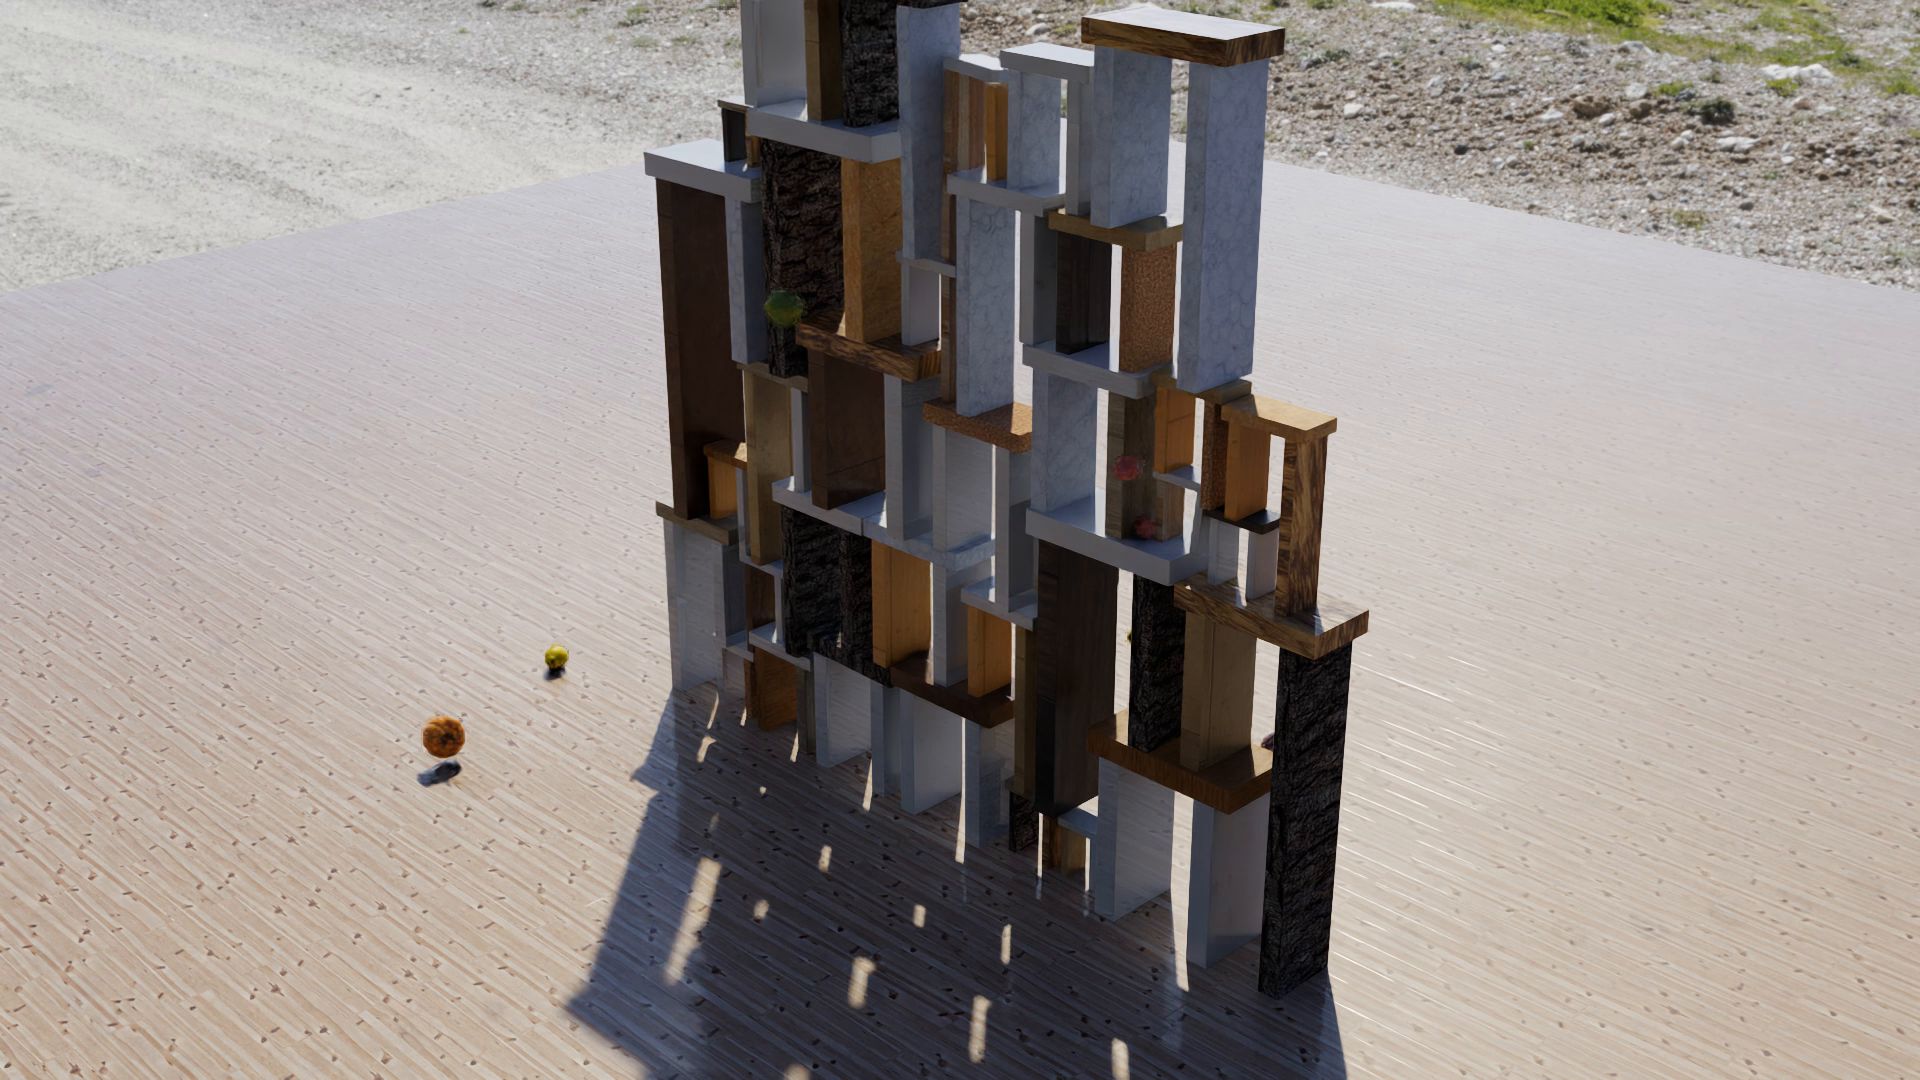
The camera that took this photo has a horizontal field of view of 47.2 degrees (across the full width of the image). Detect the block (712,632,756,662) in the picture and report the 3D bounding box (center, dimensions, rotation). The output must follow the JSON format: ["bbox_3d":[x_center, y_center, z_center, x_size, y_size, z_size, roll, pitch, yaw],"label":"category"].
[{"bbox_3d":[-0.472,0.227,4.832,0.144,0.020,0.072,21,31,41],"label":"block"}]

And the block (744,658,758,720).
[{"bbox_3d":[-0.438,0.316,4.832,0.020,0.144,0.072,21,31,41],"label":"block"}]

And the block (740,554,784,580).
[{"bbox_3d":[-0.393,0.044,4.673,0.074,0.021,0.148,-21,31,-40],"label":"block"}]

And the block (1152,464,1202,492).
[{"bbox_3d":[0.391,-0.108,3.757,0.115,0.016,0.058,21,31,40],"label":"block"}]

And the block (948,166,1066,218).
[{"bbox_3d":[0.101,-0.613,3.845,0.117,0.033,0.234,-21,31,-40],"label":"block"}]

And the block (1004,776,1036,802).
[{"bbox_3d":[0.157,0.484,4.257,0.132,0.019,0.066,21,31,41],"label":"block"}]

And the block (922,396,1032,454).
[{"bbox_3d":[0.063,-0.223,4.058,0.125,0.035,0.250,-21,31,-40],"label":"block"}]

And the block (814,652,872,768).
[{"bbox_3d":[-0.244,0.339,4.630,0.130,0.259,0.037,-21,31,-40],"label":"block"}]

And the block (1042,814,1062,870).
[{"bbox_3d":[0.188,0.566,4.258,0.019,0.132,0.066,21,31,41],"label":"block"}]

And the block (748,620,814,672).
[{"bbox_3d":[-0.348,0.222,4.694,0.099,0.028,0.198,-21,31,-41],"label":"block"}]

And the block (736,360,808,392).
[{"bbox_3d":[-0.340,-0.350,4.444,0.219,0.031,0.109,21,31,40],"label":"block"}]

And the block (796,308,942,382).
[{"bbox_3d":[-0.145,-0.380,4.215,0.328,0.047,0.164,21,31,41],"label":"block"}]

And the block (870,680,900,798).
[{"bbox_3d":[-0.122,0.387,4.517,0.037,0.259,0.130,21,31,41],"label":"block"}]

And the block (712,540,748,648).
[{"bbox_3d":[-0.477,0.099,4.788,0.035,0.248,0.124,21,31,41],"label":"block"}]

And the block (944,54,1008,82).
[{"bbox_3d":[0.048,-0.827,3.855,0.081,0.023,0.162,-8,23,-30],"label":"block"}]

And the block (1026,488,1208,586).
[{"bbox_3d":[0.296,-0.011,3.904,0.335,0.047,0.167,21,31,40],"label":"block"}]

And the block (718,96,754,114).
[{"bbox_3d":[-0.422,-0.855,4.321,0.106,0.015,0.053,21,31,40],"label":"block"}]

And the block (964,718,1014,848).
[{"bbox_3d":[0.072,0.457,4.333,0.039,0.274,0.137,21,31,41],"label":"block"}]

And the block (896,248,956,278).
[{"bbox_3d":[-0.036,-0.515,4.046,0.156,0.022,0.078,21,31,40],"label":"block"}]

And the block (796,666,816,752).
[{"bbox_3d":[-0.302,0.345,4.695,0.099,0.198,0.028,-21,31,-41],"label":"block"}]

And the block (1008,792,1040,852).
[{"bbox_3d":[0.126,0.541,4.316,0.019,0.132,0.066,21,31,41],"label":"block"}]

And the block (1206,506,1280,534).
[{"bbox_3d":[0.478,-0.041,3.691,0.061,0.017,0.121,-21,31,-40],"label":"block"}]

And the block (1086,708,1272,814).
[{"bbox_3d":[0.405,0.385,3.948,0.330,0.047,0.165,21,31,41],"label":"block"}]

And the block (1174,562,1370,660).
[{"bbox_3d":[0.523,0.114,3.712,0.297,0.042,0.148,21,31,41],"label":"block"}]

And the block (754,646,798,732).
[{"bbox_3d":[-0.395,0.308,4.781,0.099,0.198,0.028,-21,31,-41],"label":"block"}]

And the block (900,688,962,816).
[{"bbox_3d":[-0.057,0.406,4.452,0.039,0.274,0.137,21,31,41],"label":"block"}]

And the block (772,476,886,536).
[{"bbox_3d":[-0.242,-0.080,4.457,0.268,0.038,0.134,21,31,41],"label":"block"}]

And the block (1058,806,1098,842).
[{"bbox_3d":[0.245,0.543,4.185,0.108,0.015,0.054,21,31,41],"label":"block"}]

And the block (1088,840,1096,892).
[{"bbox_3d":[0.270,0.610,4.185,0.015,0.108,0.054,21,31,41],"label":"block"}]

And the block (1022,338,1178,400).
[{"bbox_3d":[0.250,-0.308,3.818,0.265,0.037,0.132,21,31,40],"label":"block"}]

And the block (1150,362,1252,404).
[{"bbox_3d":[0.402,-0.263,3.676,0.077,0.022,0.155,-21,31,-41],"label":"block"}]

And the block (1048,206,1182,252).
[{"bbox_3d":[0.265,-0.531,3.705,0.215,0.030,0.108,21,31,40],"label":"block"}]

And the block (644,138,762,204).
[{"bbox_3d":[-0.463,-0.742,4.409,0.168,0.048,0.336,-21,31,-40],"label":"block"}]

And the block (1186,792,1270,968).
[{"bbox_3d":[0.483,0.589,3.950,0.047,0.330,0.165,21,31,41],"label":"block"}]

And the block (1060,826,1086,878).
[{"bbox_3d":[0.219,0.590,4.232,0.015,0.108,0.054,21,31,41],"label":"block"}]

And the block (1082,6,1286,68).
[{"bbox_3d":[0.352,-0.803,3.497,0.295,0.042,0.148,21,31,40],"label":"block"}]

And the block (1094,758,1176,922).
[{"bbox_3d":[0.327,0.528,4.093,0.047,0.330,0.165,21,31,41],"label":"block"}]

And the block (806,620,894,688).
[{"bbox_3d":[-0.182,0.226,4.518,0.130,0.037,0.259,-20,30,-39],"label":"block"}]

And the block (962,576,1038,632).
[{"bbox_3d":[0.102,0.118,4.162,0.095,0.027,0.189,-21,31,-40],"label":"block"}]

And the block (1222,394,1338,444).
[{"bbox_3d":[0.518,-0.198,3.574,0.169,0.024,0.085,21,31,40],"label":"block"}]

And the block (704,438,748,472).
[{"bbox_3d":[-0.471,-0.182,4.656,0.141,0.020,0.071,21,31,40],"label":"block"}]

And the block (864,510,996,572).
[{"bbox_3d":[-0.055,-0.008,4.283,0.253,0.036,0.126,21,31,40],"label":"block"}]

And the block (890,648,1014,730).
[{"bbox_3d":[0.007,0.287,4.331,0.137,0.039,0.274,-21,31,-41],"label":"block"}]

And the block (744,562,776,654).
[{"bbox_3d":[-0.427,0.137,4.750,0.074,0.209,0.021,-21,31,-41],"label":"block"}]

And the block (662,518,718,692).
[{"bbox_3d":[-0.595,0.129,4.928,0.035,0.413,0.124,21,31,41],"label":"block"}]

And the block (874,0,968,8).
[{"bbox_3d":[-0.109,-0.984,3.919,0.234,0.033,0.117,20,31,40],"label":"block"}]

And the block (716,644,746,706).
[{"bbox_3d":[-0.506,0.289,4.895,0.020,0.144,0.072,21,31,41],"label":"block"}]

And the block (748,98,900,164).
[{"bbox_3d":[-0.221,-0.774,4.130,0.174,0.049,0.347,-21,31,-40],"label":"block"}]

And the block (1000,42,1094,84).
[{"bbox_3d":[0.175,-0.802,3.695,0.203,0.029,0.101,21,31,40],"label":"block"}]

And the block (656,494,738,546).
[{"bbox_3d":[-0.536,-0.054,4.786,0.248,0.035,0.124,21,31,40],"label":"block"}]
